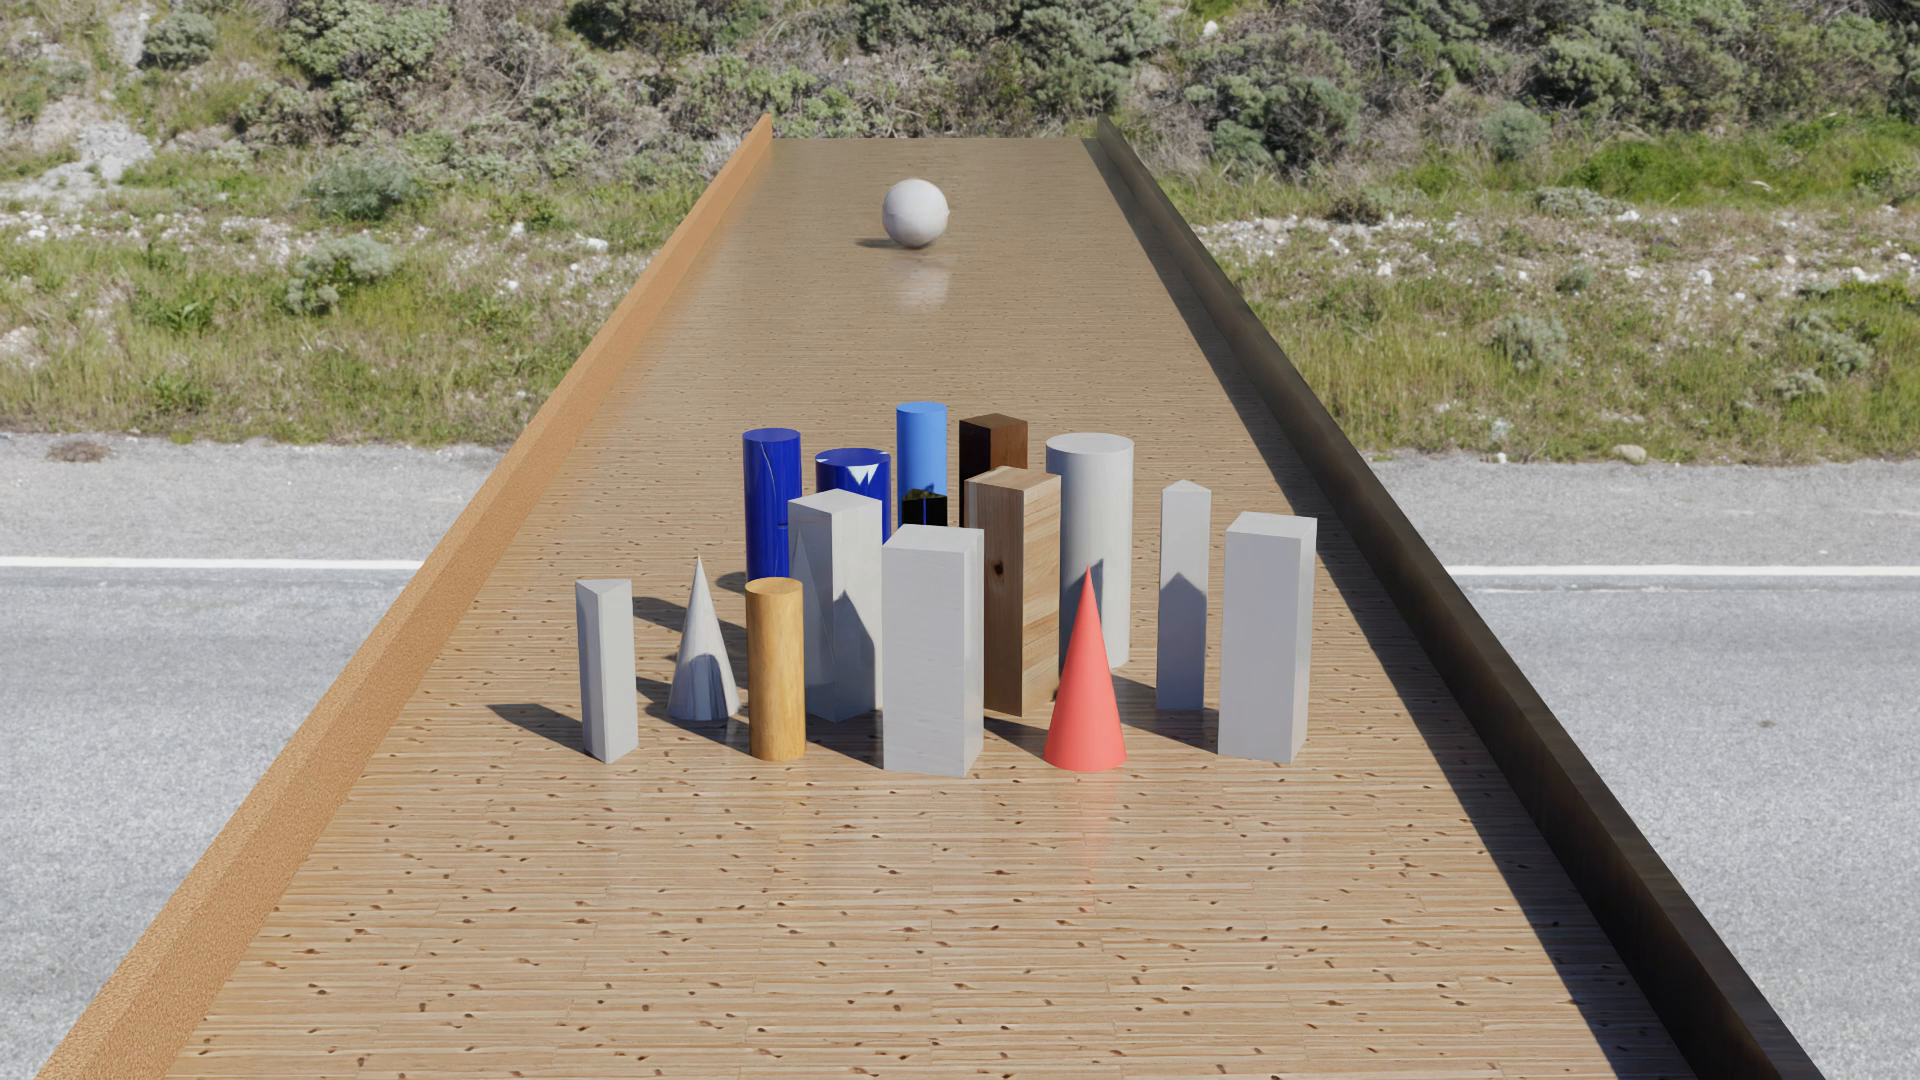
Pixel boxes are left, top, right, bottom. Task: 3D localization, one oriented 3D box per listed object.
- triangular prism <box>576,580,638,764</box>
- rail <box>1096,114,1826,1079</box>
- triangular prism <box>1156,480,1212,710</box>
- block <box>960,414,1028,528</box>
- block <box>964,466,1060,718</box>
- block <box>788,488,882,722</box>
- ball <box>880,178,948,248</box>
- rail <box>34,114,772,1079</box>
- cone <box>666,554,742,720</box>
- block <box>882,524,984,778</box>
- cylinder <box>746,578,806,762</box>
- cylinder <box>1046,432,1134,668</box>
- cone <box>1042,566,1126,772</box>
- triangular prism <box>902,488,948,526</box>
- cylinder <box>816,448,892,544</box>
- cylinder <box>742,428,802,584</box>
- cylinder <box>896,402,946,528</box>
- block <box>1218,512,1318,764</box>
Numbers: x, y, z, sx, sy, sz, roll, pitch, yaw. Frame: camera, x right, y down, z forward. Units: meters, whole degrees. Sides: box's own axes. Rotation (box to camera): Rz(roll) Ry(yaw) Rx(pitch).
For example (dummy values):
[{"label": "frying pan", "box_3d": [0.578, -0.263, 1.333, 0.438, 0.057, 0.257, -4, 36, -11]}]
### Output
[{"label": "triangular prism", "box_3d": [-0.616, 0.227, 3.909, 0.084, 0.316, 0.097, -11, 20, -33]}, {"label": "rail", "box_3d": [0.932, -0.844, 7.801, 0.050, 0.150, 12.000, 0, 17, -1]}, {"label": "triangular prism", "box_3d": [0.416, 0.103, 4.130, 0.090, 0.428, 0.078, 0, 17, 1]}, {"label": "block", "box_3d": [0.070, -0.049, 4.657, 0.102, 0.418, 0.102, -13, 21, -38]}, {"label": "block", "box_3d": [0.098, 0.095, 4.135, 0.130, 0.439, 0.130, 11, 20, 32]}, {"label": "block", "box_3d": [-0.231, 0.121, 4.111, 0.123, 0.404, 0.123, -16, 23, -42]}, {"label": "ball", "box_3d": [-0.194, -1.402, 9.426, 0.293, 0.293, 0.293, 0, 17, 0]}, {"label": "rail", "box_3d": [-1.118, -0.838, 7.780, 0.050, 0.150, 12.000, 0, 17, -1]}, {"label": "cone", "box_3d": [-0.484, 0.170, 4.119, 0.141, 0.305, 0.141, 0, 17, 0]}, {"label": "block", "box_3d": [-0.046, 0.193, 3.859, 0.146, 0.410, 0.146, 4, 17, 13]}, {"label": "cylinder", "box_3d": [-0.327, 0.230, 3.908, 0.101, 0.311, 0.101, 0, 17, 0]}, {"label": "cylinder", "box_3d": [0.255, 0.022, 4.374, 0.174, 0.443, 0.174, 0, 17, 0]}, {"label": "cone", "box_3d": [0.223, 0.213, 3.879, 0.150, 0.360, 0.150, 0, 17, 0]}, {"label": "triangular prism", "box_3d": [-0.081, 0.070, 4.397, 0.093, 0.339, 0.080, -5, 17, -18]}, {"label": "cylinder", "box_3d": [-0.224, -0.007, 4.642, 0.158, 0.347, 0.158, 0, 17, 0]}, {"label": "cylinder", "box_3d": [-0.371, 0.010, 4.394, 0.115, 0.455, 0.115, 0, 17, 0]}, {"label": "cylinder", "box_3d": [-0.084, -0.106, 4.900, 0.111, 0.389, 0.111, 0, 17, 0]}, {"label": "block", "box_3d": [0.547, 0.173, 3.914, 0.133, 0.417, 0.133, 6, 18, 20]}]
